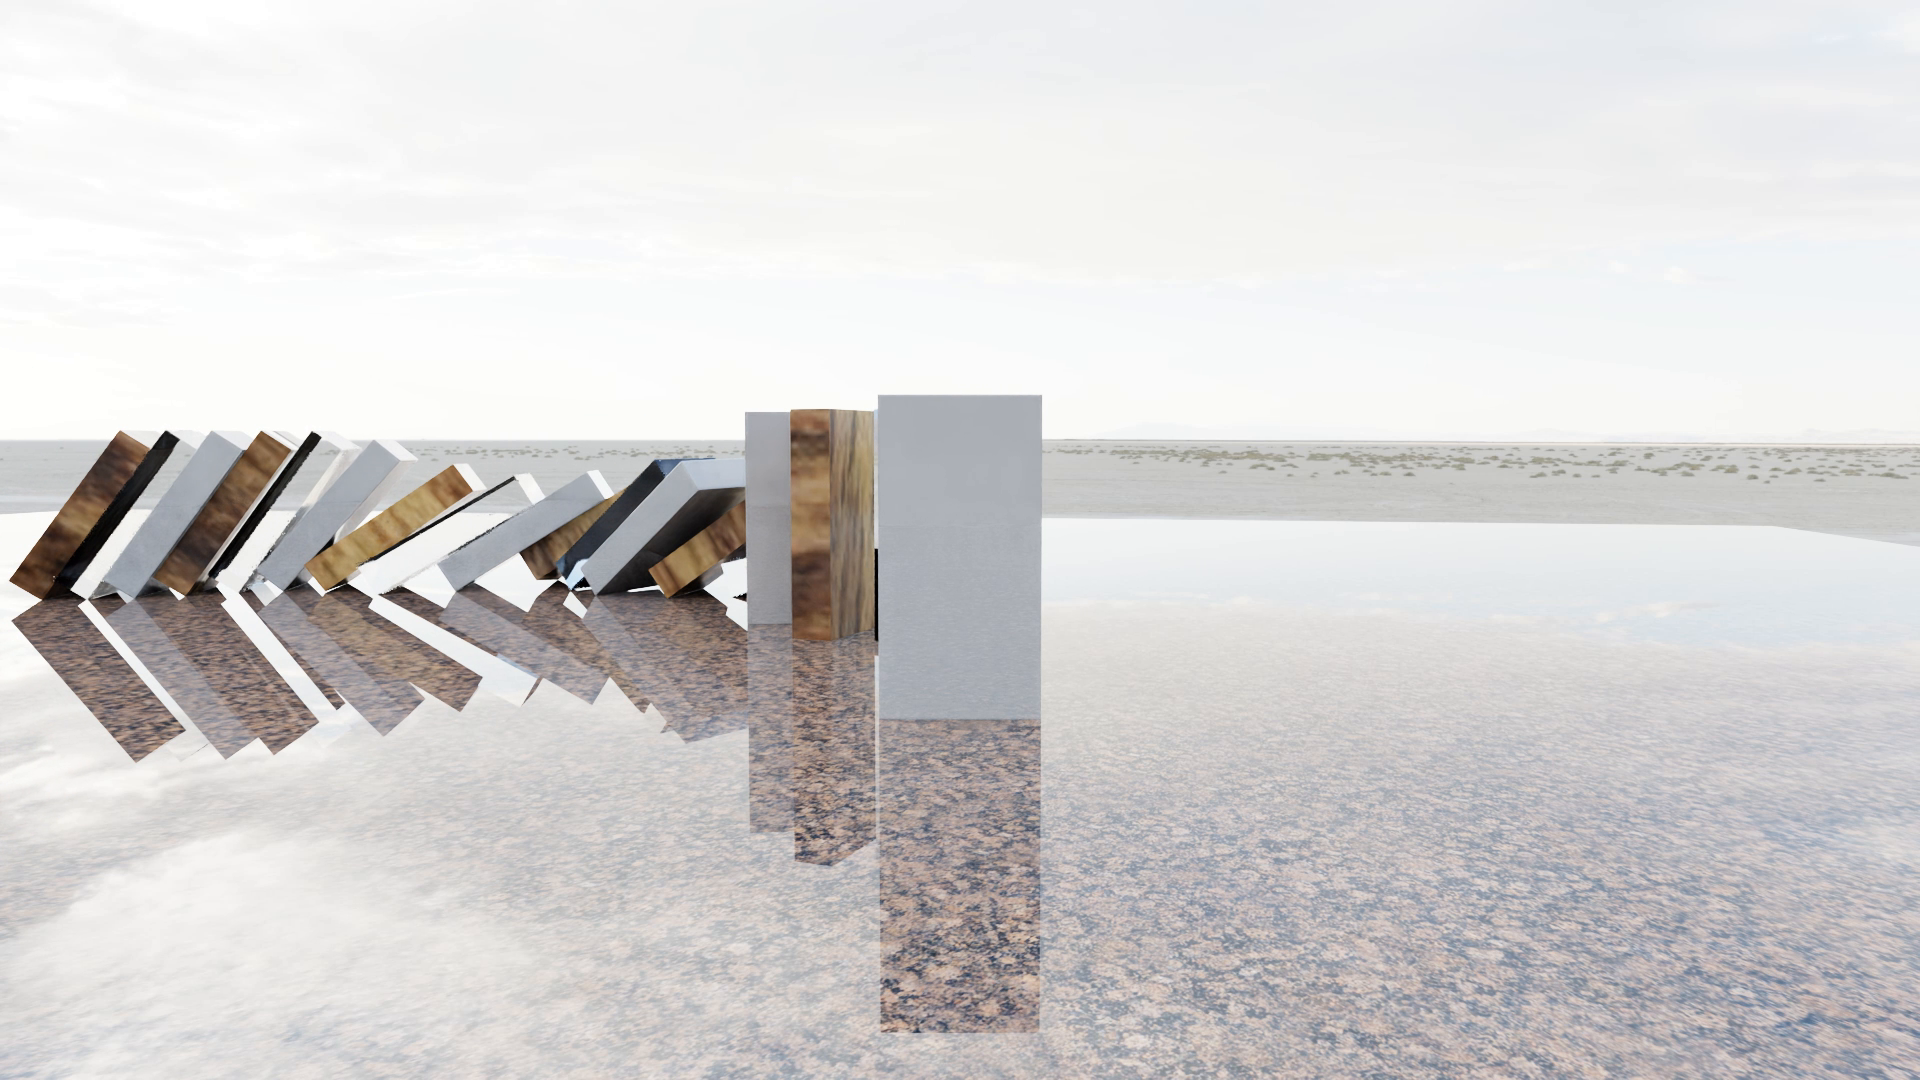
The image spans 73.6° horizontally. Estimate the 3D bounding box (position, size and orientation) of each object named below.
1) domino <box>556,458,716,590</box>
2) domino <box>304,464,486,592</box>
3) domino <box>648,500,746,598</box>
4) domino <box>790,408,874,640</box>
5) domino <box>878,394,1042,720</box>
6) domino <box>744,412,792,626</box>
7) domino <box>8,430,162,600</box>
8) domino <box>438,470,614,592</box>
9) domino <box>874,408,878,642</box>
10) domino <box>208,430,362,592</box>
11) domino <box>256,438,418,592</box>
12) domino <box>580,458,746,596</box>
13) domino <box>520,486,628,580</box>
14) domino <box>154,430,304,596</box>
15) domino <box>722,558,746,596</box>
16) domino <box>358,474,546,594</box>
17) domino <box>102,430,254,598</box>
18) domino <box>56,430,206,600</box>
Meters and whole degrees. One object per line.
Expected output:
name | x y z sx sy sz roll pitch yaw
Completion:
domino | -0.092 -0.005 0.372 0.050 0.010 0.025 -40 -15 27
domino | -0.167 -0.004 0.382 0.050 0.010 0.025 -36 10 -8
domino | -0.061 -0.003 0.360 0.050 0.010 0.025 -35 -3 12
domino | -0.028 -0.004 0.289 0.010 0.050 0.025 2 5 22
domino | 0.000 0.002 0.201 0.025 0.050 0.009 0 4 0
domino | -0.038 -0.005 0.306 0.025 0.050 0.009 -1 4 -8
domino | -0.242 -0.008 0.362 0.010 0.050 0.025 35 -4 -13
domino | -0.129 -0.003 0.384 0.050 0.010 0.025 -32 8 -5
domino | -0.005 -0.003 0.279 0.025 0.050 0.009 -3 5 -35
domino | -0.199 -0.009 0.379 0.009 0.050 0.025 35 -4 -13
domino | -0.185 -0.008 0.383 0.009 0.050 0.025 41 -5 -12
domino | -0.081 -0.004 0.360 0.050 0.009 0.025 -41 -16 28
domino | -0.107 -0.005 0.391 0.050 0.010 0.025 -32 1 -4
domino | -0.209 -0.008 0.371 0.009 0.050 0.025 35 -4 -13
domino | -0.039 0.004 0.363 0.050 0.009 0.025 -16 1 12
domino | -0.148 -0.002 0.376 0.050 0.010 0.025 -31 8 -5
domino | -0.219 -0.008 0.365 0.009 0.050 0.025 35 -4 -13
domino | -0.231 -0.008 0.363 0.010 0.050 0.025 35 -4 -13
